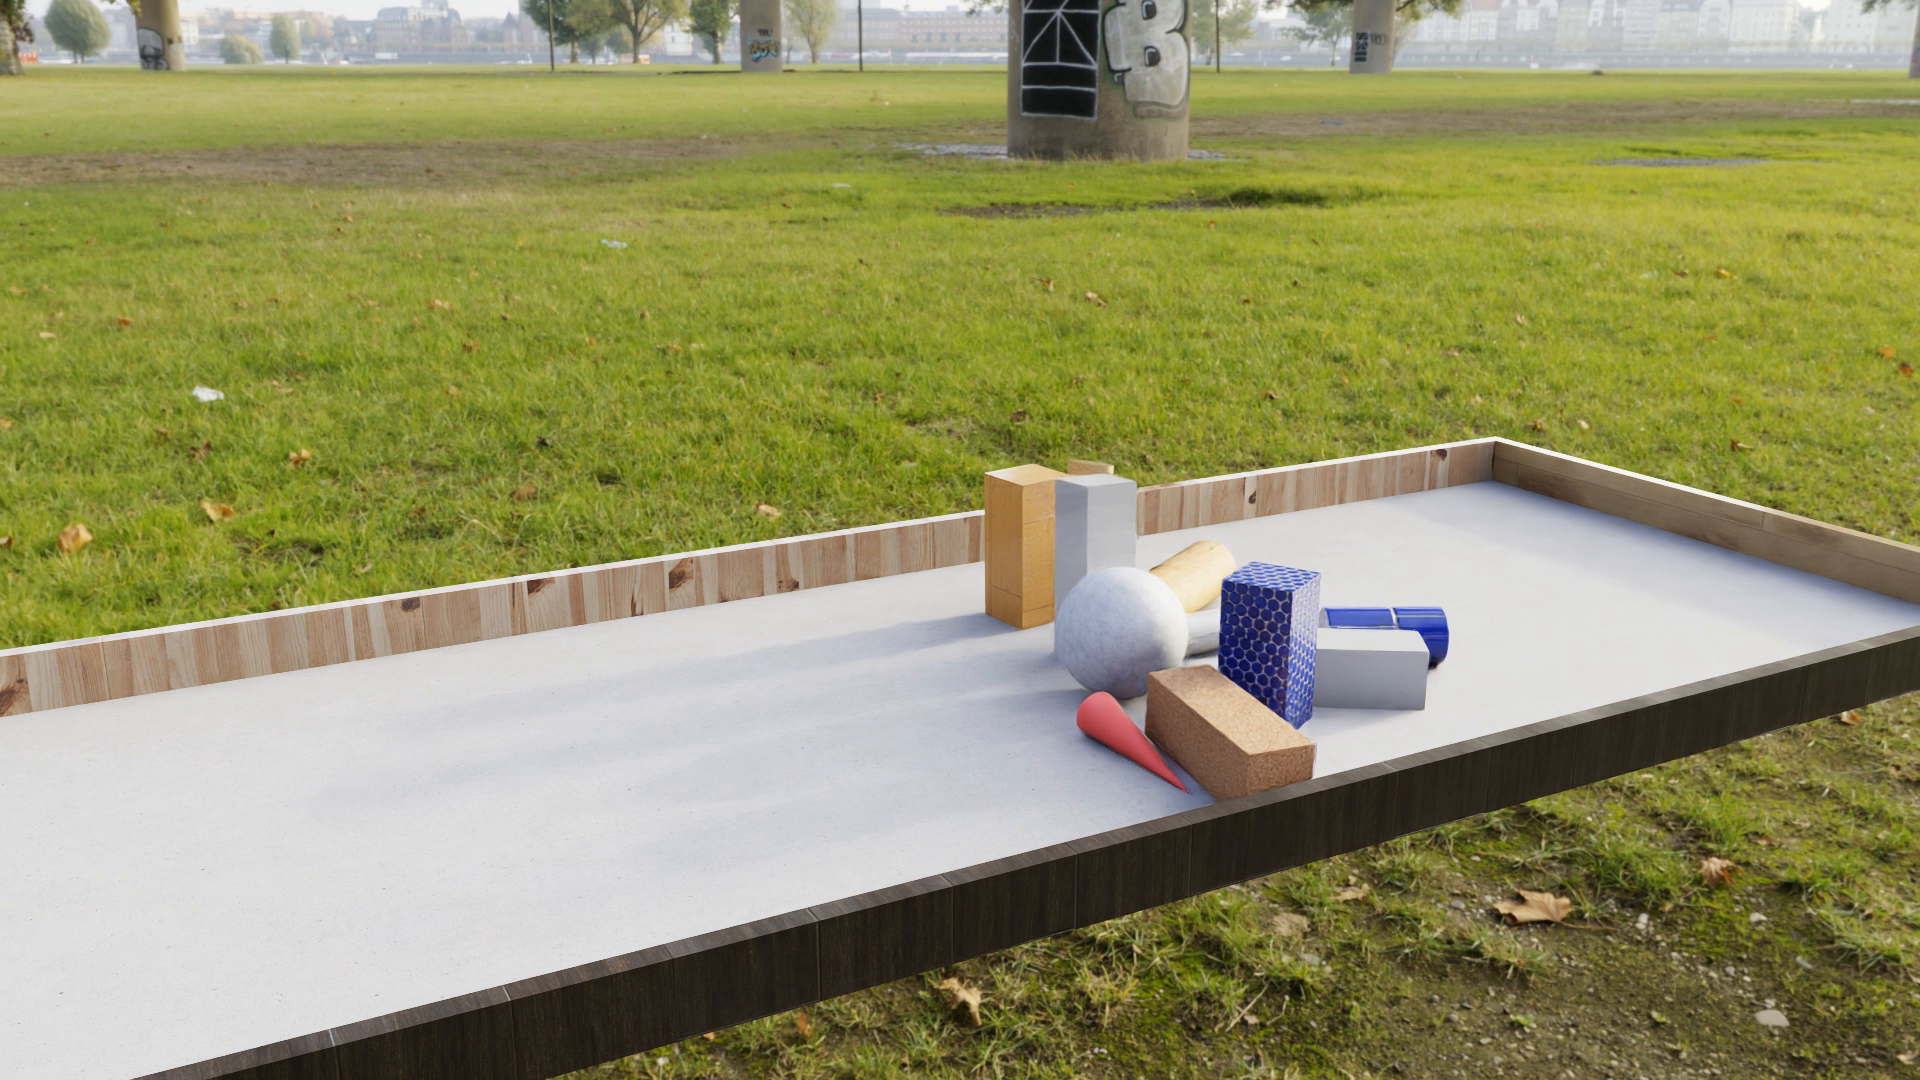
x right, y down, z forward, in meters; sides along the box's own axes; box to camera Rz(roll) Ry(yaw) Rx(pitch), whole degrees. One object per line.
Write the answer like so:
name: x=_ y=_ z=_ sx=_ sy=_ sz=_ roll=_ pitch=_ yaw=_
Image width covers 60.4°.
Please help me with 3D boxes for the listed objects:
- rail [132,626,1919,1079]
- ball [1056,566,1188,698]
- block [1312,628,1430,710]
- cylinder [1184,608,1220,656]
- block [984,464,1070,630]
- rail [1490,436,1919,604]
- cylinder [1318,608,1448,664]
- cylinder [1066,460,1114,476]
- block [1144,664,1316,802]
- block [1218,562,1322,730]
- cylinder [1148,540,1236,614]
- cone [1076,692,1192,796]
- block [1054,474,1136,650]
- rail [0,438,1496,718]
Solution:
rail: x=-2.336 y=1.006 z=1.665 sx=12.000 sy=0.150 sz=0.050 roll=-9 pitch=18 yaw=-27
ball: x=0.394 y=0.225 z=4.017 sx=0.322 sy=0.322 sz=0.322 roll=0 pitch=16 yaw=0
block: x=0.931 y=0.312 z=4.026 sx=0.384 sy=0.150 sz=0.150 roll=1 pitch=16 yaw=4
cylinder: x=0.638 y=0.242 z=4.341 sx=0.306 sy=0.107 sz=0.107 roll=-8 pitch=18 yaw=-26
block: x=0.188 y=0.016 z=4.569 sx=0.170 sy=0.410 sz=0.170 roll=-12 pitch=20 yaw=-34
rail: x=2.466 y=-0.048 z=5.253 sx=0.050 sy=0.150 sz=2.100 roll=-9 pitch=18 yaw=-27
cylinder: x=1.087 y=0.247 z=4.256 sx=0.305 sy=0.145 sz=0.145 roll=0 pitch=16 yaw=-1
cylinder: x=0.346 y=-0.019 z=4.671 sx=0.130 sy=0.404 sz=0.130 roll=7 pitch=8 yaw=-1
block: x=0.576 y=0.432 z=3.577 sx=0.156 sy=0.156 sz=0.447 roll=-6 pitch=20 yaw=-20
block: x=0.718 y=0.256 z=3.846 sx=0.172 sy=0.360 sz=0.172 roll=10 pitch=19 yaw=32
cylinder: x=0.618 y=0.129 z=4.618 sx=0.168 sy=0.168 sz=0.399 roll=10 pitch=19 yaw=30
cone: x=0.404 y=0.471 z=3.658 sx=0.106 sy=0.106 sz=0.385 roll=-8 pitch=26 yaw=-27
block: x=0.350 y=0.069 z=4.286 sx=0.151 sy=0.456 sz=0.151 roll=-7 pitch=13 yaw=-29
rail: x=-3.305 y=0.497 z=3.399 sx=12.000 sy=0.150 sz=0.050 roll=-9 pitch=18 yaw=-27
